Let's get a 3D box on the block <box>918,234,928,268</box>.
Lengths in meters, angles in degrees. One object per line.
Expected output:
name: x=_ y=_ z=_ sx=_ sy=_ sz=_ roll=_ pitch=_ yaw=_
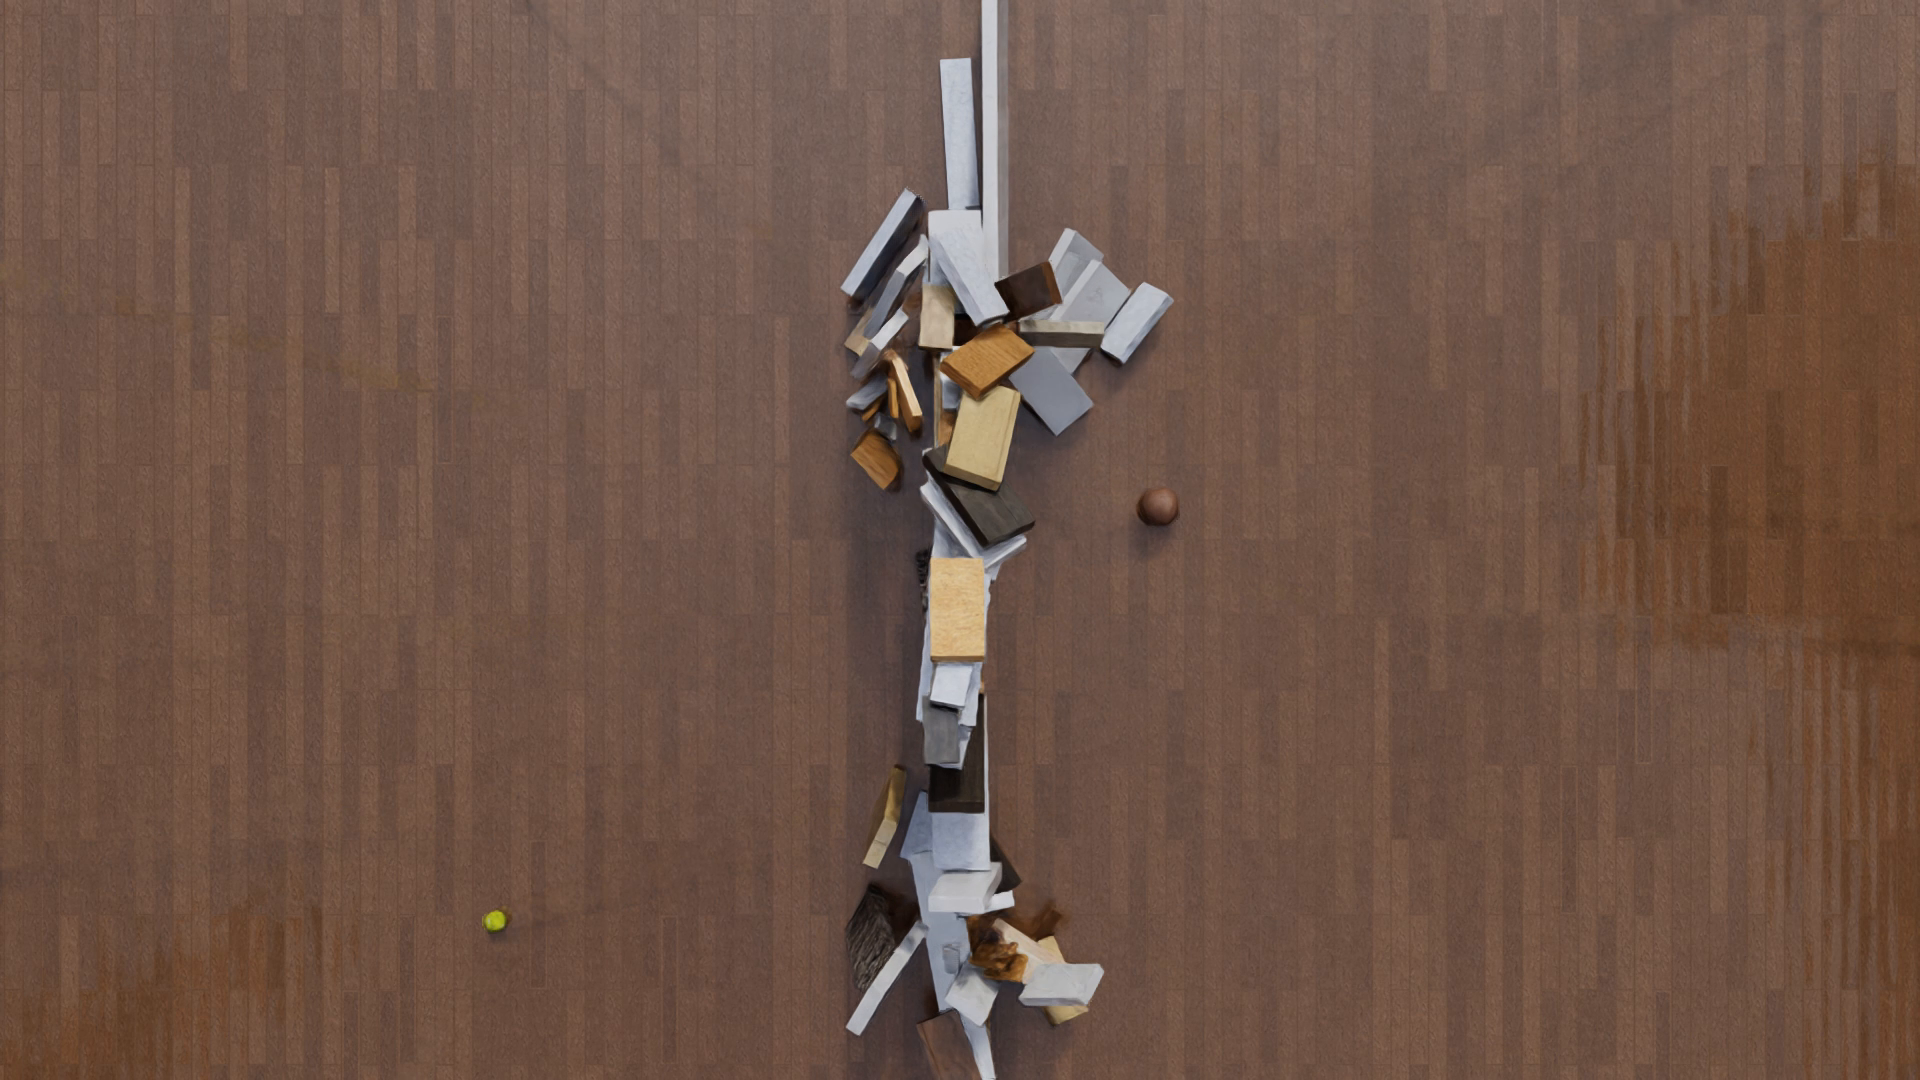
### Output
block: x=-0.039 y=-0.949 z=5.486 sx=0.203 sy=0.029 sz=0.101 roll=8 pitch=90 yaw=0

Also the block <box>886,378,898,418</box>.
block: x=-0.214 y=-0.451 z=5.250 sx=0.016 sy=0.058 sz=0.116 roll=-9 pitch=109 yaw=-13

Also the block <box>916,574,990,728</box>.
block: x=-0.019 y=0.316 z=4.808 sx=0.173 sy=0.049 sz=0.443 roll=5 pitch=78 yaw=2

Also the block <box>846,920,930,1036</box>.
block: x=-0.221 y=1.369 z=5.182 sx=0.049 sy=0.457 sz=0.174 roll=32 pitch=109 yaw=8

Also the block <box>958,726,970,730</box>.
block: x=0.003 y=0.526 z=5.160 sx=0.076 sy=0.240 sz=0.022 roll=4 pitch=112 yaw=4

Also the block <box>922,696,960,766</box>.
block: x=-0.055 y=0.538 z=4.676 sx=0.098 sy=0.028 sz=0.195 roll=-2 pitch=71 yaw=-5

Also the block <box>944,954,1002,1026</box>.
block: x=0.045 y=1.422 z=5.222 sx=0.139 sy=0.278 sz=0.039 roll=35 pitch=105 yaw=4

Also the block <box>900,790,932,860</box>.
block: x=-0.109 y=0.958 z=5.467 sx=0.115 sy=0.033 sz=0.230 roll=18 pitch=91 yaw=16

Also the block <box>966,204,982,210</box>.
block: x=0.054 y=-1.048 z=5.463 sx=0.059 sy=0.017 sz=0.117 roll=-7 pitch=90 yaw=0

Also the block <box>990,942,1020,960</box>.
block: x=0.139 y=1.287 z=5.167 sx=0.050 sy=0.099 sz=0.014 roll=-40 pitch=96 yaw=-41

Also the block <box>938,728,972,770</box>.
block: x=-0.009 y=0.600 z=5.123 sx=0.083 sy=0.293 sz=0.023 roll=6 pitch=125 yaw=8

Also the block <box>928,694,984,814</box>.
block: x=-0.008 y=0.636 z=5.144 sx=0.167 sy=0.537 sz=0.047 roll=0 pitch=128 yaw=0

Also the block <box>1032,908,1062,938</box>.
block: x=0.289 y=1.264 z=5.436 sx=0.099 sy=0.014 sz=0.050 roll=-51 pitch=126 yaw=-1

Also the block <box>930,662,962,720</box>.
block: x=-0.028 y=0.357 z=4.759 sx=0.098 sy=0.028 sz=0.310 roll=6 pitch=78 yaw=2

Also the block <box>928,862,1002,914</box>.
block: x=0.020 y=1.066 z=5.073 sx=0.167 sy=0.334 sz=0.047 roll=-1 pitch=97 yaw=11

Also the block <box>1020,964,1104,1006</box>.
block: x=0.316 y=1.386 z=5.137 sx=0.038 sy=0.266 sz=0.133 roll=53 pitch=49 yaw=-19

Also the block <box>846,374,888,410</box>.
block: x=-0.291 y=-0.482 z=5.377 sx=0.156 sy=0.078 sz=0.022 roll=-42 pitch=126 yaw=-27

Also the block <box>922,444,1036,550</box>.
block: x=0.054 y=-0.147 z=4.912 sx=0.173 sy=0.049 sz=0.346 roll=-24 pitch=67 yaw=-28

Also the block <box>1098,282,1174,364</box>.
block: x=0.572 y=-0.718 z=5.440 sx=0.264 sy=0.132 sz=0.037 roll=-52 pitch=134 yaw=0

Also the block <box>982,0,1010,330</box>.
block: x=0.116 y=-1.231 z=5.345 sx=0.049 sy=0.172 sz=1.222 roll=-2 pitch=84 yaw=13

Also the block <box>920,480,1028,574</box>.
block: x=0.039 y=-0.068 z=4.943 sx=0.163 sy=0.046 sz=0.327 roll=-33 pitch=71 yaw=-12

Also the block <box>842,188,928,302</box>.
block: x=-0.246 y=-0.960 z=5.390 sx=0.046 sy=0.163 sz=0.381 roll=36 pitch=98 yaw=9

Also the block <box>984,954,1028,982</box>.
block: x=0.146 y=1.350 z=5.224 sx=0.023 sy=0.166 sz=0.083 roll=33 pitch=63 yaw=-28

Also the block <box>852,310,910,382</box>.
block: x=-0.258 y=-0.621 z=5.282 sx=0.043 sy=0.301 sz=0.150 roll=40 pitch=69 yaw=-3

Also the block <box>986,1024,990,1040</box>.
block: x=0.040 y=1.713 z=5.419 sx=0.118 sy=0.034 sz=0.237 roll=-1 pitch=97 yaw=0

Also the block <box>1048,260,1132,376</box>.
block: x=0.400 y=-0.731 z=5.429 sx=0.172 sy=0.049 sz=0.344 roll=36 pitch=90 yaw=-37

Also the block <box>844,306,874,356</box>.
block: x=-0.310 y=-0.689 z=5.471 sx=0.078 sy=0.022 sz=0.156 roll=34 pitch=88 yaw=8

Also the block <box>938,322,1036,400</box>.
block: x=0.085 y=-0.553 z=5.058 sx=0.152 sy=0.043 sz=0.304 roll=40 pitch=46 yaw=11

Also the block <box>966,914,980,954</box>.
block: x=0.017 y=1.813 z=5.484 sx=0.115 sy=0.033 sz=1.634 roll=-1 pitch=90 yaw=0

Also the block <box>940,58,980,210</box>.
block: x=0.002 y=-1.308 z=5.486 sx=0.101 sy=0.029 sz=0.577 roll=-3 pitch=90 yaw=0

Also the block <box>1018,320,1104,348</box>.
block: x=0.318 y=-0.649 z=5.204 sx=0.264 sy=0.132 sz=0.037 roll=1 pitch=77 yaw=0

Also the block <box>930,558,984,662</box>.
block: x=-0.007 y=0.200 z=4.747 sx=0.152 sy=0.043 sz=0.304 roll=0 pitch=64 yaw=0

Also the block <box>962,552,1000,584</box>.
block: x=0.085 y=0.002 z=4.969 sx=0.118 sy=0.034 sz=0.237 roll=20 pitch=70 yaw=-1

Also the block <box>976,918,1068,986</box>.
block: x=0.197 y=1.355 z=5.343 sx=0.266 sy=0.038 sz=0.133 roll=31 pitch=68 yaw=13

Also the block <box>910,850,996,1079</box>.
block: x=-0.004 y=1.491 z=5.377 sx=0.139 sy=0.039 sz=0.963 roll=-11 pitch=85 yaw=1

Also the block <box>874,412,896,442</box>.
block: x=-0.245 y=-0.373 z=5.423 sx=0.016 sy=0.116 sz=0.058 roll=-7 pitch=69 yaw=24

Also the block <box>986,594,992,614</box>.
block: x=0.009 y=0.265 z=4.898 sx=0.118 sy=0.034 sz=0.237 roll=12 pitch=77 yaw=4

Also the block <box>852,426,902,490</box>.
block: x=-0.264 y=-0.267 z=5.297 sx=0.043 sy=0.301 sz=0.150 roll=-40 pitch=99 yaw=14

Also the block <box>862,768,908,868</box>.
block: x=-0.240 y=0.890 z=5.306 sx=0.049 sy=0.347 sz=0.174 roll=23 pitch=109 yaw=-5
